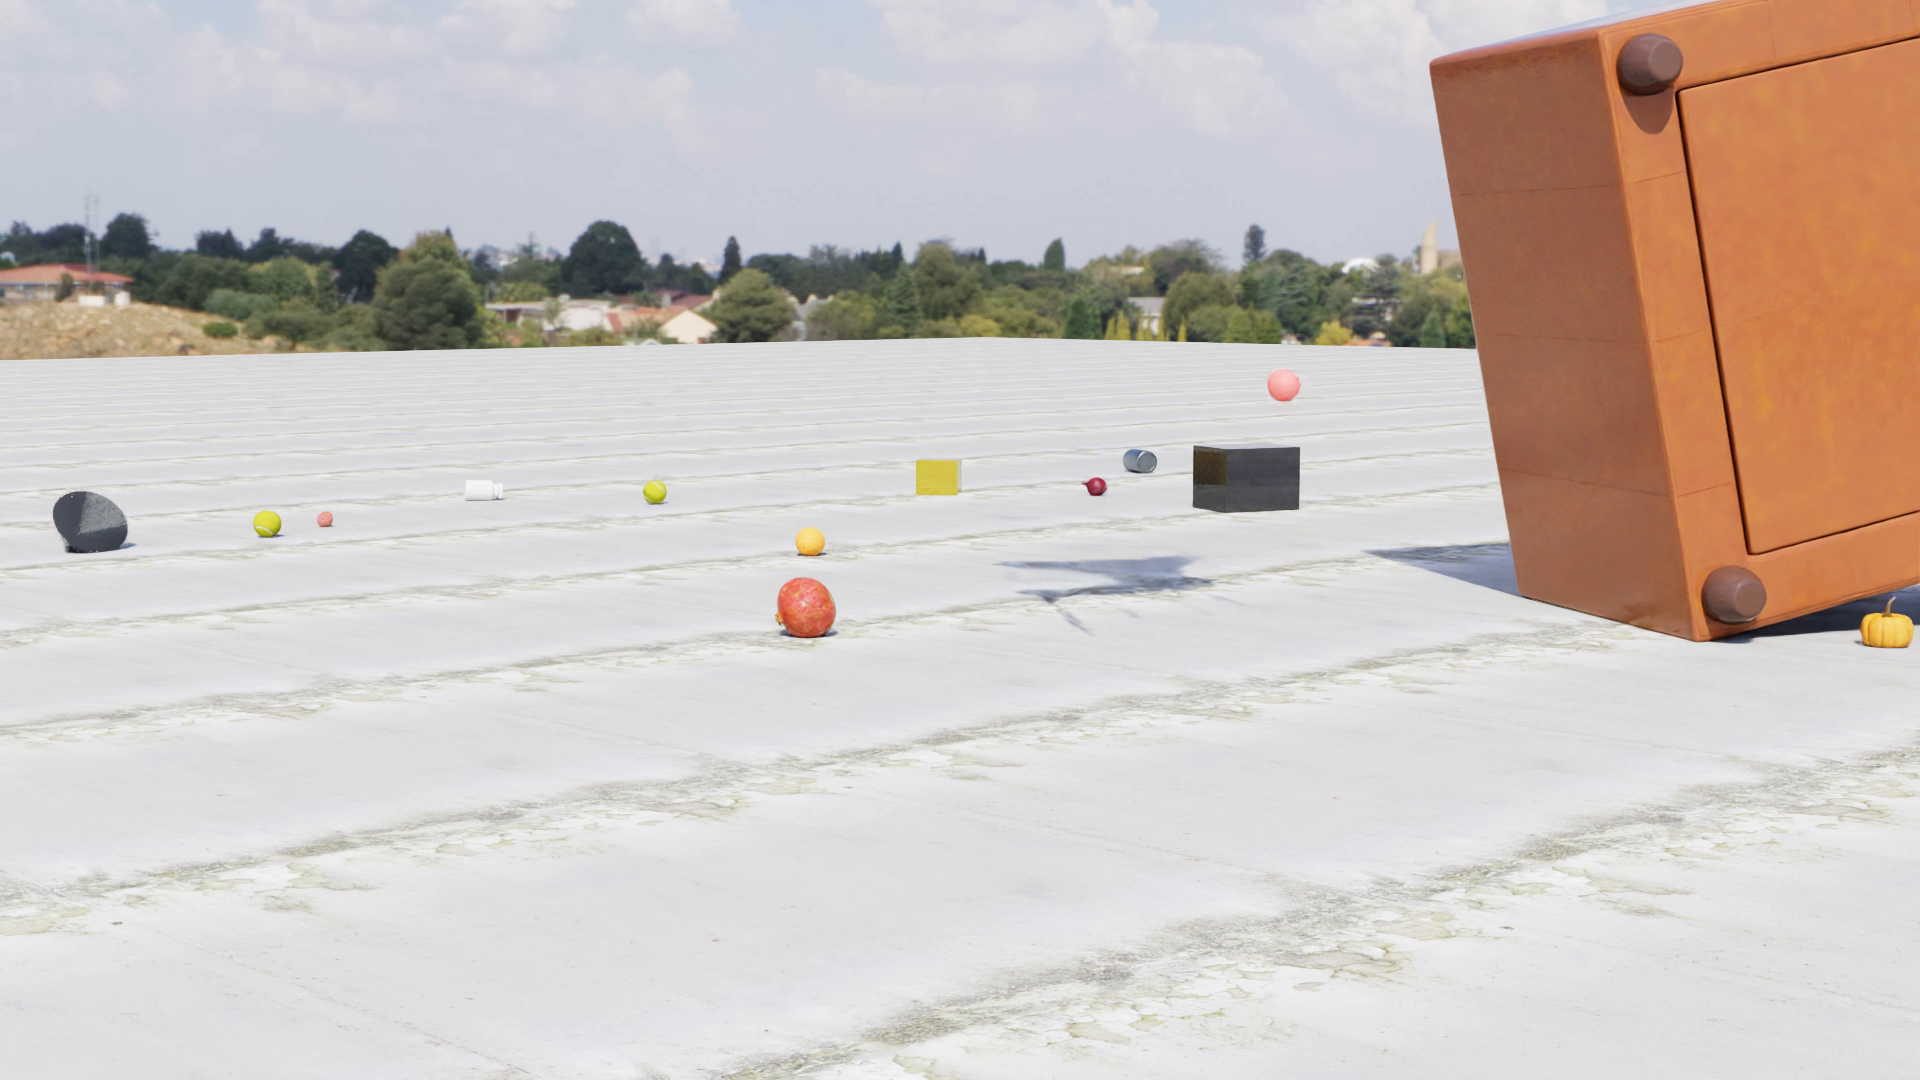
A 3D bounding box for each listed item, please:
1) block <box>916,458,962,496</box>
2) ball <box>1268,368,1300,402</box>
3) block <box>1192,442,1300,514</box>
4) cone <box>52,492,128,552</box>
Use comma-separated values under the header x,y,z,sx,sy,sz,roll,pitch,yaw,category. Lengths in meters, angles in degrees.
x,y,z,sx,sy,sz,roll,pitch,yaw,category
-0.064,-0.193,7.774,0.126,0.105,0.108,1,6,7,block
1.693,-0.809,13.414,0.173,0.173,0.173,0,6,0,ball
0.810,-0.177,7.260,0.237,0.178,0.190,-3,6,-24,block
-2.127,-0.012,6.185,0.120,0.172,0.211,-38,-6,29,cone
